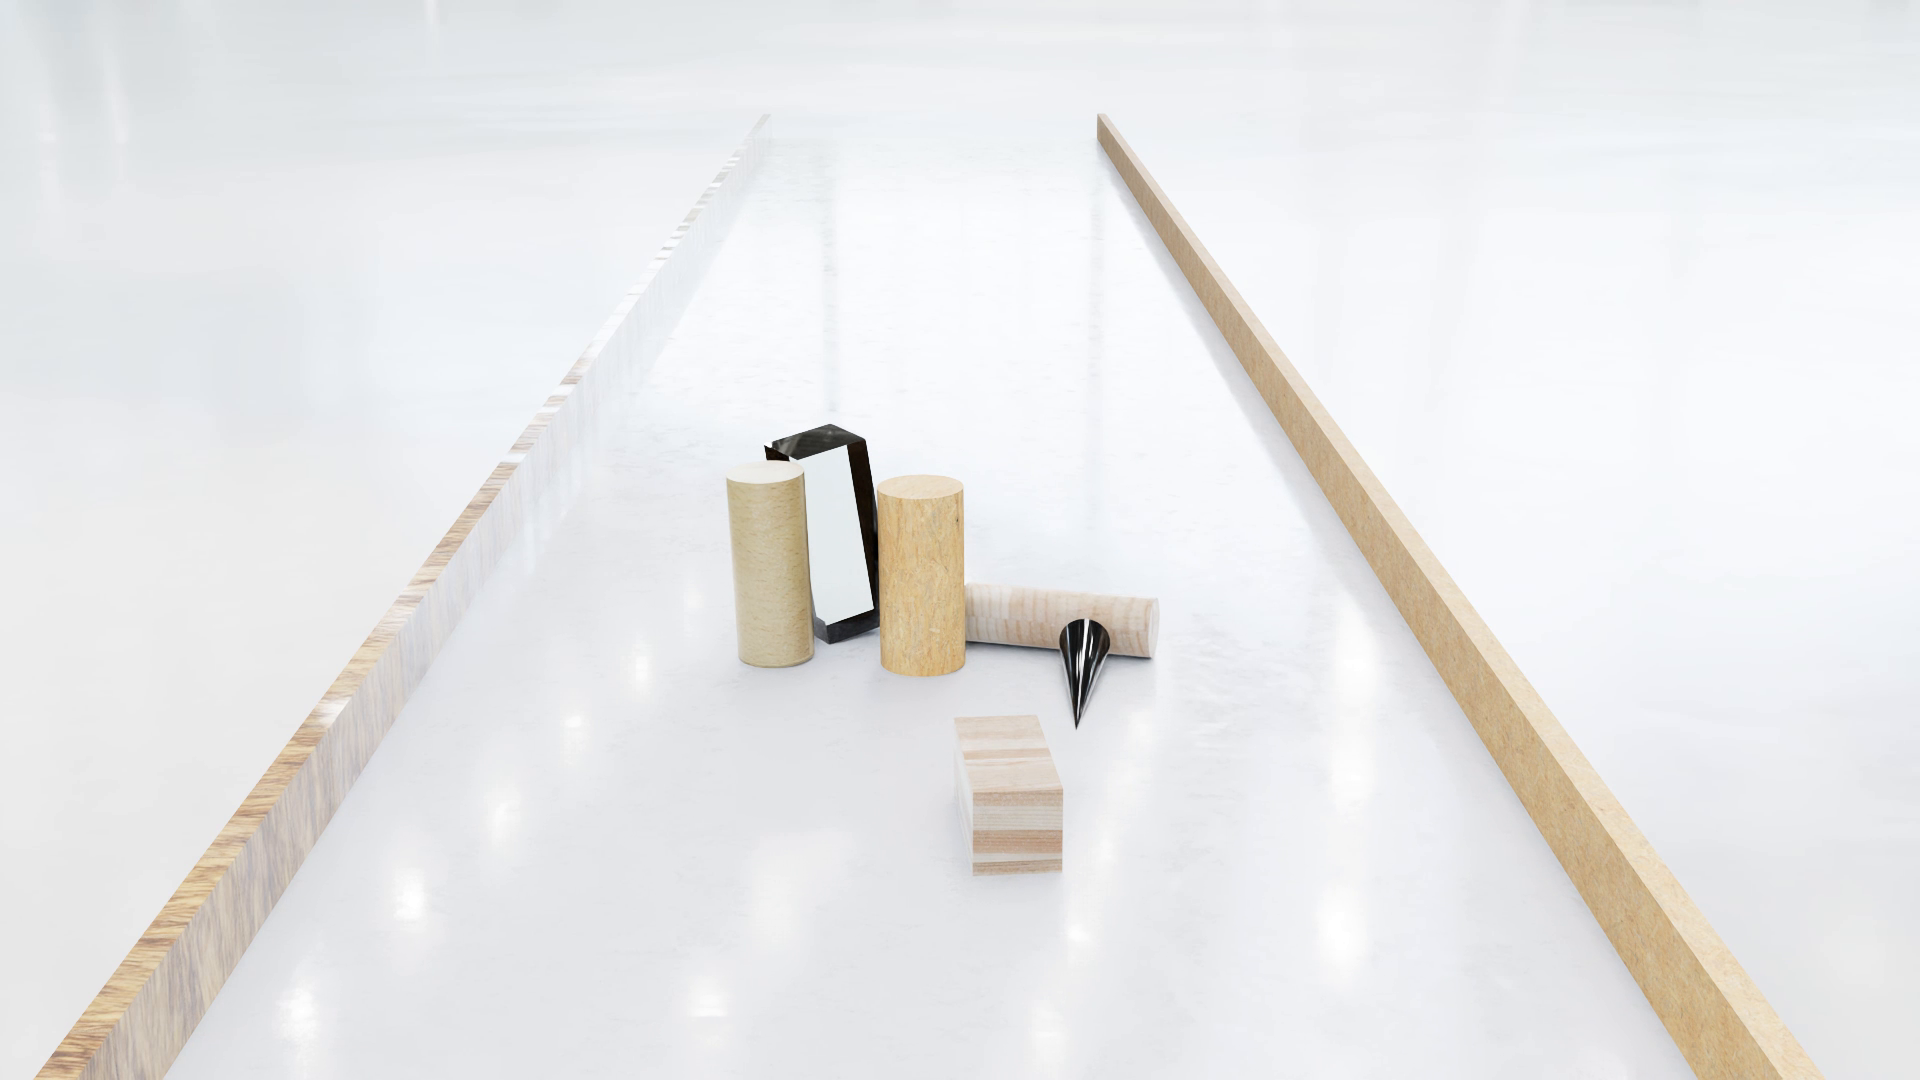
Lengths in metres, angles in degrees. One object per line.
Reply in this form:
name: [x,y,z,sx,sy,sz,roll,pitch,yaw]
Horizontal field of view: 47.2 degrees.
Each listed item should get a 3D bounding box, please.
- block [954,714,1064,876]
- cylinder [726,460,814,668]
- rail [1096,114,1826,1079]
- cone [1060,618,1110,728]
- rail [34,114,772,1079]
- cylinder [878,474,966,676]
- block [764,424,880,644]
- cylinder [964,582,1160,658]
block: [0.075,0.412,3.592,0.142,0.142,0.323,-2,17,-5]
cylinder: [-0.377,0.048,4.380,0.155,0.384,0.155,-2,19,1]
rail: [0.932,-0.844,7.801,0.050,0.150,12.000,0,17,-1]
cone: [0.230,0.277,4.207,0.102,0.102,0.362,2,25,5]
rail: [-1.118,-0.838,7.780,0.050,0.150,12.000,0,17,-1]
cylinder: [-0.076,0.069,4.347,0.170,0.365,0.170,-1,18,0]
block: [-0.268,-0.014,4.530,0.156,0.404,0.156,-19,23,-26]
cylinder: [0.202,0.161,4.473,0.391,0.122,0.122,5,17,15]
